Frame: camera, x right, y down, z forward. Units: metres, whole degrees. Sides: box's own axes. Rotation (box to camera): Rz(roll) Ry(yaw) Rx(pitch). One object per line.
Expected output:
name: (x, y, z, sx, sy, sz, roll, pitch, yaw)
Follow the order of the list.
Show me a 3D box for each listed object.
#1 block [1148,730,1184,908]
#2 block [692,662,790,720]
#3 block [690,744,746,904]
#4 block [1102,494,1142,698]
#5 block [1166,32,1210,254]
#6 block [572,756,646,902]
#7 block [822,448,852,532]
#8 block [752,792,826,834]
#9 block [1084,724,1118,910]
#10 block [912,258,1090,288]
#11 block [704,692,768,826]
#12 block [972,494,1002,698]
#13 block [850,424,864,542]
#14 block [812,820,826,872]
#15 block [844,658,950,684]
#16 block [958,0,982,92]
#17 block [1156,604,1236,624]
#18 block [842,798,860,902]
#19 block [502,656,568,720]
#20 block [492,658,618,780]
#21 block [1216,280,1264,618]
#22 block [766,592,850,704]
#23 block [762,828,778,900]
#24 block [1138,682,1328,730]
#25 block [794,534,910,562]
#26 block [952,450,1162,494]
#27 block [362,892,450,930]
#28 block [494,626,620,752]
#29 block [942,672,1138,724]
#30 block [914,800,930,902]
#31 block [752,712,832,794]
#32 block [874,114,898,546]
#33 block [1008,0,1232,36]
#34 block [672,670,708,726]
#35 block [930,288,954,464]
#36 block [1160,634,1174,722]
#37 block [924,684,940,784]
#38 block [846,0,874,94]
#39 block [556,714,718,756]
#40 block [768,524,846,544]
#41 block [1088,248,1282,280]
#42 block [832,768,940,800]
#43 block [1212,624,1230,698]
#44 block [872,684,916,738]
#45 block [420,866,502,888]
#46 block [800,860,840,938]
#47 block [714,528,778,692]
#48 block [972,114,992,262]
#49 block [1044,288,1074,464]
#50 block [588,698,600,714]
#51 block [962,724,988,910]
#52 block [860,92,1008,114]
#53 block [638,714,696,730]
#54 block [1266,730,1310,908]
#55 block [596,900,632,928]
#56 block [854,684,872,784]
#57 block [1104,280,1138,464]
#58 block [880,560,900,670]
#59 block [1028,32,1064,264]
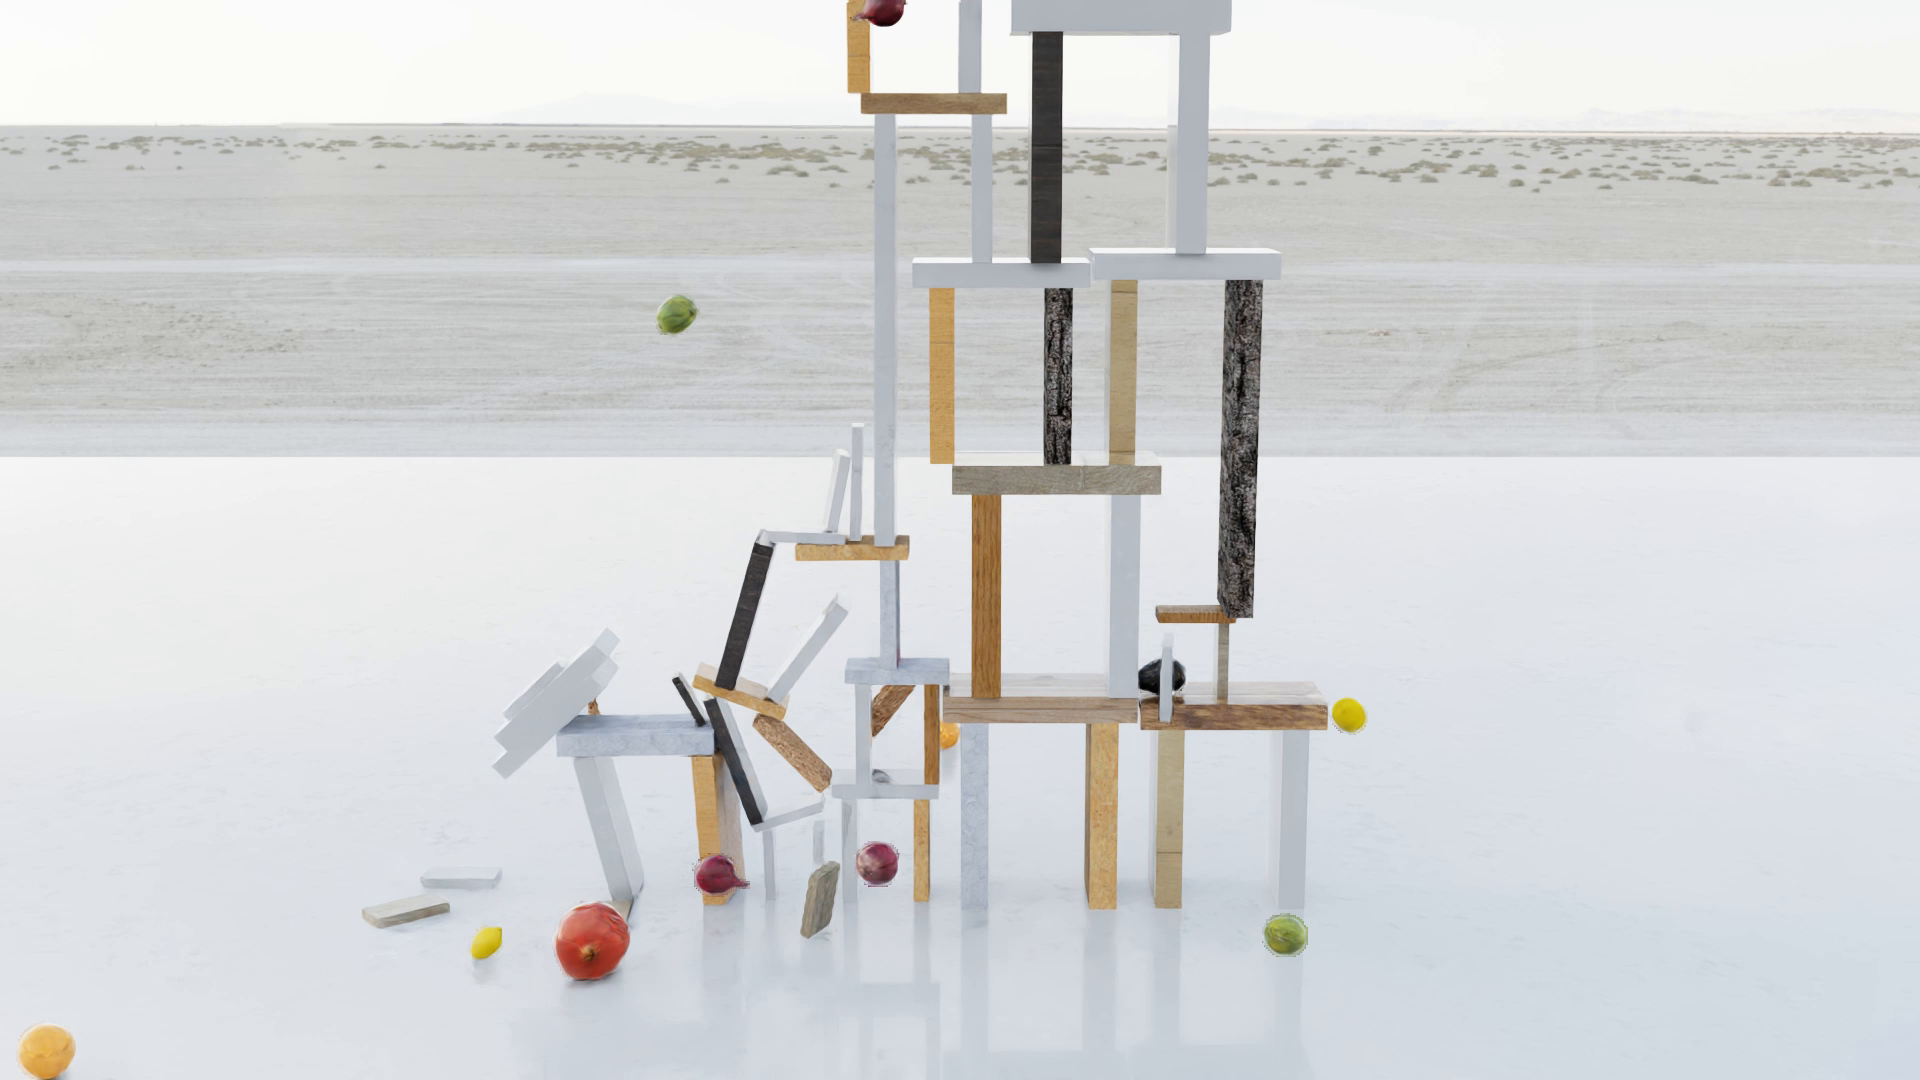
block: (0.341, 0.441, 3.645, 0.043, 0.302, 0.151, 0, 11, 0)
block: (-0.359, 0.248, 3.606, 0.158, 0.022, 0.079, 21, 11, -5)
block: (-0.401, 0.463, 3.653, 0.036, 0.254, 0.127, -2, 10, 11)
block: (0.262, 0.076, 3.571, 0.047, 0.329, 0.165, 0, 11, 0)
block: (0.356, -0.621, 3.442, 0.047, 0.334, 0.167, 0, 11, 0)
block: (-0.580, 0.464, 3.647, 0.036, 0.254, 0.127, -13, 10, 2)
block: (-0.199, -0.080, 3.545, 0.018, 0.124, 0.062, 9, 10, -12)
block: (-0.283, 0.451, 3.641, 0.119, 0.017, 0.059, -18, 10, 4)
block: (0.233, 0.435, 3.643, 0.044, 0.314, 0.157, 0, 11, 0)
block: (0.064, -0.423, 3.482, 0.276, 0.039, 0.138, 0, 11, 0)
block: (-0.369, 0.354, 3.622, 0.022, 0.224, 0.079, -19, 11, 4)
block: (0.042, 0.076, 3.571, 0.047, 0.329, 0.165, 0, 11, 0)
block: (-0.167, -0.093, 3.547, 0.018, 0.185, 0.062, 1, 8, -3)
block: (-0.235, 0.532, 3.657, 0.017, 0.119, 0.059, 0, 11, 0)
block: (-0.102, 0.214, 3.601, 0.168, 0.024, 0.084, 0, 10, 1)
block: (0.016, -0.824, 3.413, 0.036, 0.257, 0.128, 0, 10, 0)
block: (0.383, 0.120, 3.579, 0.125, 0.018, 0.063, 0, 11, 0)
block: (-0.181, 0.502, 3.658, 0.025, 0.176, 0.088, 0, 11, 1)
block: (-0.696, 0.243, 3.605, 0.123, 0.017, 0.062, -43, 8, 3)
block: (-0.665, 0.291, 3.623, 0.232, 0.033, 0.116, -42, 8, 12)
block: (0.448, -0.153, 3.529, 0.041, 0.537, 0.145, 0, 11, 0)
block: (-0.247, 0.176, 3.595, 0.026, 0.192, 0.090, 37, 8, -8)
block: (-0.315, 0.531, 3.657, 0.017, 0.119, 0.059, -2, 11, 0)
block: (0.442, 0.272, 3.614, 0.302, 0.043, 0.151, 0, 11, 0)
block: (-0.173, 0.013, 3.563, 0.181, 0.026, 0.090, 0, 10, 1)
block: (0.152, -0.109, 3.536, 0.329, 0.047, 0.165, 0, 11, 0)
block: (-0.899, 0.600, 3.565, 0.123, 0.017, 0.062, -9, 14, -39)
block: (-0.661, 0.243, 3.611, 0.232, 0.033, 0.116, -42, 8, 9)
block: (0.129, 0.259, 3.610, 0.314, 0.044, 0.157, 0, 11, 0)
block: (-0.063, 0.502, 3.657, 0.025, 0.176, 0.088, 0, 11, 1)
block: (-0.275, 0.344, 3.622, 0.022, 0.158, 0.079, -43, 8, 7)
block: (-0.117, -0.333, 3.497, 0.032, 0.676, 0.113, 1, 10, 1)
block: (0.244, -0.809, 3.408, 0.334, 0.047, 0.167, 0, 11, 0)
block: (-0.443, 0.259, 3.606, 0.013, 0.093, 0.046, -29, 11, 2)
block: (-0.028, -0.268, 3.511, 0.039, 0.276, 0.138, 0, 10, 0)
block: (0.328, 0.218, 3.477, 0.018, 0.125, 0.063, 2, 18, 8)
block: (-0.046, 0.309, 3.618, 0.024, 0.168, 0.084, 0, 10, 0)
block: (-0.155, -0.824, 3.414, 0.036, 0.257, 0.128, 0, 10, 0)
block: (-0.527, 0.321, 3.621, 0.254, 0.036, 0.127, -1, 11, 0)
block: (-0.246, -0.009, 3.545, 0.124, 0.018, 0.062, 2, 10, -2)
block: (0.352, -0.437, 3.476, 0.290, 0.041, 0.145, 0, 11, 0)
block: (-0.122, 0.404, 3.638, 0.176, 0.025, 0.088, 0, 10, 1)
block: (0.426, 0.191, 3.592, 0.018, 0.125, 0.063, 0, 11, 0)
block: (-0.125, 0.278, 3.776, 0.016, 0.058, 0.116, 28, 69, 30)
block: (-0.843, 0.571, 3.724, 0.123, 0.017, 0.062, 0, 11, 2)
block: (-0.220, 0.566, 3.463, 0.016, 0.116, 0.058, 24, 29, 26)
block: (-0.345, 0.112, 3.572, 0.033, 0.246, 0.116, 16, 11, -3)
block: (0.034, -0.553, 3.455, 0.032, 0.226, 0.113, 0, 11, 0)
block: (0.156, -0.268, 3.511, 0.039, 0.276, 0.138, 0, 11, 0)
block: (-0.629, 0.250, 3.724, 0.016, 0.117, 0.058, -12, -4, -12)
block: (0.024, 0.435, 3.643, 0.044, 0.314, 0.157, 0, 11, 0)
block: (-0.040, -0.681, 3.433, 0.226, 0.032, 0.113, 0, 10, 0)
block: (-0.480, 0.298, 3.607, 0.093, 0.013, 0.046, -1, 11, -4)
block: (0.542, 0.441, 3.645, 0.043, 0.302, 0.151, 0, 11, 0)
block: (-0.559, 0.604, 3.555, 0.046, 0.013, 0.093, -1, 11, -3)
block: (-0.158, 0.309, 3.620, 0.024, 0.168, 0.084, 0, 10, 1)
block: (0.255, -0.274, 3.506, 0.041, 0.290, 0.145, 0, 11, 0)
block: (-0.114, 0.113, 3.586, 0.026, 0.181, 0.090, 0, 10, 3)
block: (0.133, -0.614, 3.444, 0.047, 0.349, 0.167, 0, 11, 0)
